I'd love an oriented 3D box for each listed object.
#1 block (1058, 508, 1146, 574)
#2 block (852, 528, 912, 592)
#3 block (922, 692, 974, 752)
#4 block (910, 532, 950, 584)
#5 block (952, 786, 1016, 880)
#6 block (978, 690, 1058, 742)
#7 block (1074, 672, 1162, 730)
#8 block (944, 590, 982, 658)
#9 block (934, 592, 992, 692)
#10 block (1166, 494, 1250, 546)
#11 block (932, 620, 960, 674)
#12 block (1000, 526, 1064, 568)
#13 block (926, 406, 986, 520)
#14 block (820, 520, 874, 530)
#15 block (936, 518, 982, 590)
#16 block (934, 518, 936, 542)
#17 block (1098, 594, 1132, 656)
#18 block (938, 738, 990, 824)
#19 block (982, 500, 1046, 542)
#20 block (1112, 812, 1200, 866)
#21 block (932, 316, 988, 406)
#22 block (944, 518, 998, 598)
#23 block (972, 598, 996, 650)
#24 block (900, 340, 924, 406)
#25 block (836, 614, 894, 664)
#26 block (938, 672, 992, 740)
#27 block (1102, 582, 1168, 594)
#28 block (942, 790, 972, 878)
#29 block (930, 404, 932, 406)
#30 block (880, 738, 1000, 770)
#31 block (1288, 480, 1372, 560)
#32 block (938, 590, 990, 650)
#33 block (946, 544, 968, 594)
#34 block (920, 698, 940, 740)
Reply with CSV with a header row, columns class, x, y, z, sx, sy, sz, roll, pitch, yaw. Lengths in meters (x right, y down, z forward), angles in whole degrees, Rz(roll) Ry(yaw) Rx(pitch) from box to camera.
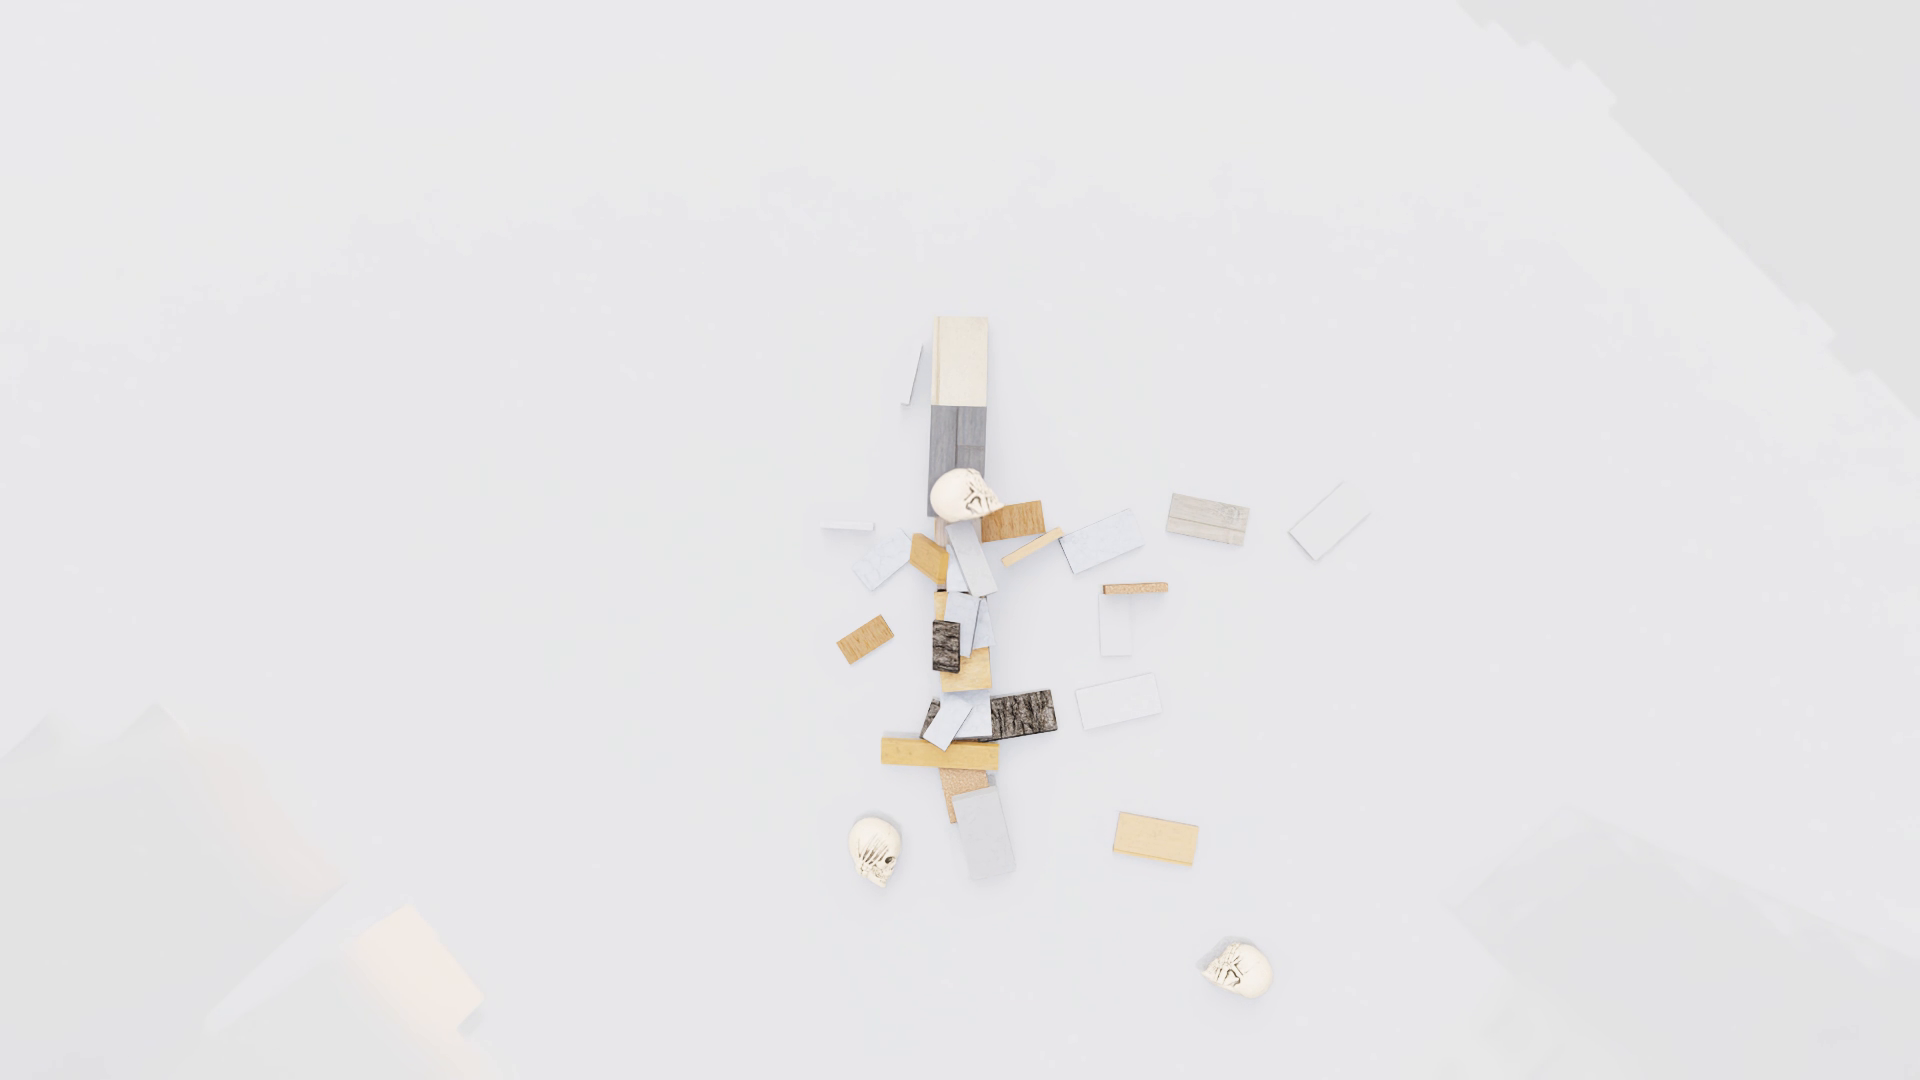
class,x,y,z,sx,sy,sz,roll,pitch,yaw
block,0.471,0.004,5.482,0.256,0.036,0.128,-23,90,0
block,-0.247,0.064,5.485,0.208,0.029,0.104,-40,90,0
block,-0.039,0.593,5.366,0.086,0.024,0.172,31,76,10
block,-0.101,0.059,5.373,0.029,0.208,0.104,-1,109,-29
block,0.079,0.958,5.389,0.149,0.042,0.298,-14,109,0
block,0.180,0.583,5.452,0.266,0.038,0.133,-9,73,-5
block,0.527,0.535,5.481,0.266,0.038,0.133,-13,90,0
block,0.000,0.268,5.260,0.102,0.029,0.204,15,116,11
block,0.009,0.324,5.347,0.162,0.046,0.323,-5,90,2
block,0.822,-0.068,5.482,0.257,0.036,0.128,11,90,0
block,-0.044,0.341,5.275,0.086,0.024,0.172,7,115,15
block,0.238,0.022,5.445,0.220,0.110,0.031,-30,90,0
block,-0.010,-0.251,5.319,0.180,0.051,0.359,2,87,2
block,-0.373,-0.049,5.456,0.175,0.087,0.025,3,90,0
block,-0.003,0.013,5.374,0.145,0.041,0.290,-1,96,2
block,-0.010,-0.088,5.448,0.145,0.041,0.290,-1,78,2
block,0.516,0.280,5.486,0.102,0.029,0.204,-2,90,0
block,0.010,0.772,5.446,0.149,0.042,0.298,-13,77,0
block,0.168,-0.061,5.484,0.220,0.031,0.110,-9,90,0
block,0.650,0.994,5.481,0.266,0.038,0.133,11,90,0
block,-0.001,-0.558,5.425,0.180,0.051,0.359,1,74,2
block,0.035,0.062,5.292,0.087,0.025,0.254,-17,77,-20
block,0.059,0.268,5.284,0.080,0.023,0.159,-12,110,2
block,-0.160,-0.550,5.448,0.029,0.104,0.208,13,90,0
block,-0.315,0.331,5.488,0.175,0.025,0.087,-33,90,0
block,0.015,0.492,5.432,0.162,0.046,0.323,-3,73,0
block,0.579,0.160,5.449,0.204,0.102,0.029,-3,90,0
block,0.042,0.959,5.479,0.149,0.042,0.298,-12,90,0
block,-0.007,-0.328,5.414,0.180,0.051,0.359,1,74,2
block,-0.066,0.701,5.409,0.387,0.024,0.086,3,110,3
block,1.230,-0.065,5.482,0.257,0.036,0.128,-42,90,0
block,0.013,0.299,5.436,0.162,0.046,0.323,-3,75,0
block,-0.002,0.093,5.311,0.080,0.023,0.159,-2,72,3
block,-0.080,0.599,5.440,0.068,0.019,0.135,17,77,8
